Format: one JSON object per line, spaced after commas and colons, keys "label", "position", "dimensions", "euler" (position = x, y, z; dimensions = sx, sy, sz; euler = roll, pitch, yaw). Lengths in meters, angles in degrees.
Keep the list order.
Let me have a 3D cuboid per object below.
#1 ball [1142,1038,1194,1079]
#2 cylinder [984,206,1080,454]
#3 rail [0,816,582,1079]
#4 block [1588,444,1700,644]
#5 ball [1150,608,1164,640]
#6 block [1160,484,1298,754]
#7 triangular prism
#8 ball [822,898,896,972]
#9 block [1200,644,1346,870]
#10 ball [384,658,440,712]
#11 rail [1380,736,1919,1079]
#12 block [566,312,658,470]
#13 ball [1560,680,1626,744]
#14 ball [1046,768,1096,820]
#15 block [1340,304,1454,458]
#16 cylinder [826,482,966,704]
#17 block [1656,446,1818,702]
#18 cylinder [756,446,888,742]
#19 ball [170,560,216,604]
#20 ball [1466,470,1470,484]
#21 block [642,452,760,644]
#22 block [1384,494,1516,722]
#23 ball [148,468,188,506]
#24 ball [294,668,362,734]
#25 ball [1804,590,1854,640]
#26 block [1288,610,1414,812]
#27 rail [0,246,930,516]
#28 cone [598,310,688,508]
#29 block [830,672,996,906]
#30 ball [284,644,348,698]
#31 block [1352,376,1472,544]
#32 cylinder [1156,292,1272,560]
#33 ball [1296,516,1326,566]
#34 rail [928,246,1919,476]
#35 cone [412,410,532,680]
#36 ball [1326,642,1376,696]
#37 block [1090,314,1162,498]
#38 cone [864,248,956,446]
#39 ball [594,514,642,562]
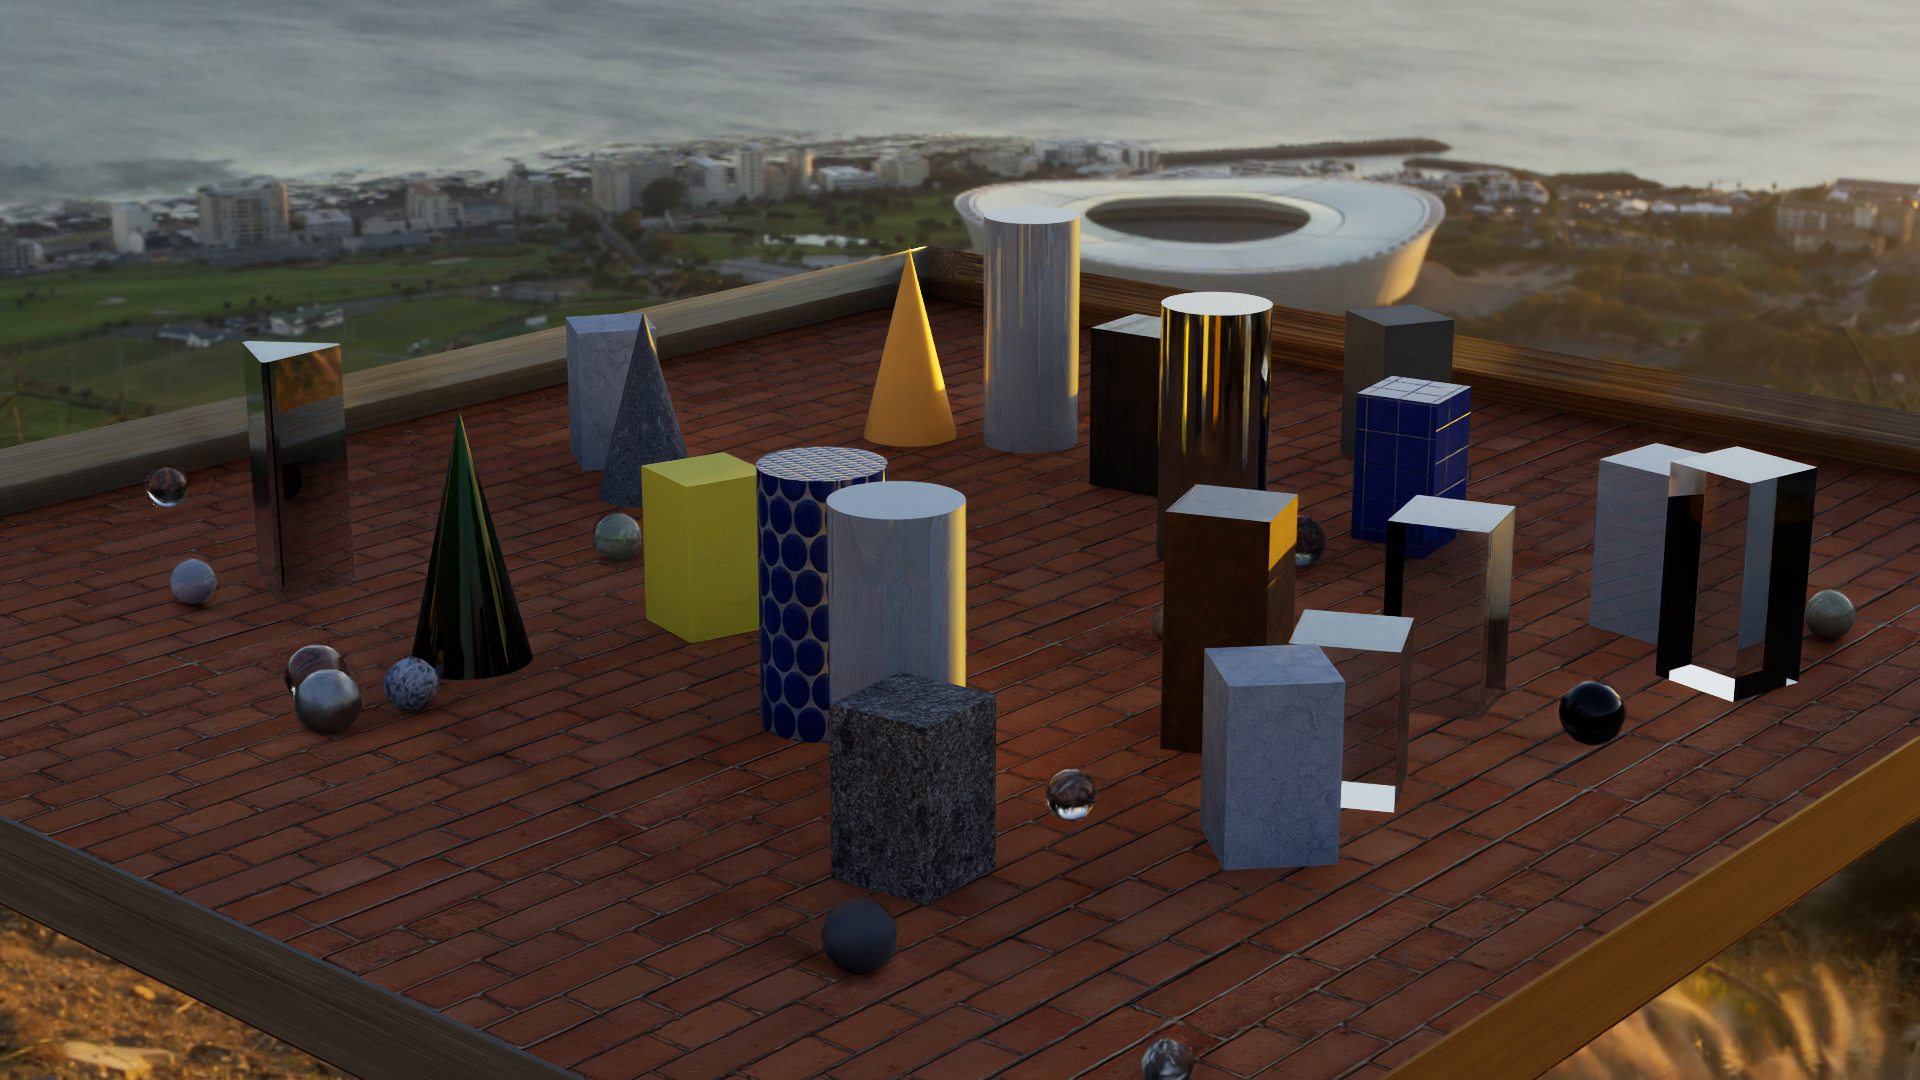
{"label": "ball", "position": [0.239, 0.600, 3.360], "dimensions": [0.058, 0.058, 0.058], "euler": [0, 17, 0]}
{"label": "cylinder", "position": [0.147, -0.436, 6.074], "dimensions": [0.199, 0.478, 0.199], "euler": [0, 17, 0]}
{"label": "rail", "position": [-1.189, 0.427, 3.809], "dimensions": [3.406, 0.129, 0.045], "euler": [14, 22, 39]}
{"label": "block", "position": [1.179, 0.007, 4.926], "dimensions": [0.159, 0.291, 0.159], "euler": [-14, 22, -40]}
{"label": "ball", "position": [0.346, 0.142, 4.885], "dimensions": [0.057, 0.057, 0.057], "euler": [0, 17, 0]}
{"label": "block", "position": [0.404, 0.123, 4.402], "dimensions": [0.159, 0.372, 0.159], "euler": [6, 18, 20]}
{"label": "triangular prism", "position": [-1.189, -0.128, 5.138], "dimensions": [0.149, 0.428, 0.172], "euler": [12, 21, 35]}
{"label": "ball", "position": [-0.126, 0.493, 3.657], "dimensions": [0.093, 0.093, 0.093], "euler": [0, 17, 0]}
{"label": "block", "position": [0.426, 0.295, 4.017], "dimensions": [0.159, 0.263, 0.159], "euler": [-2, 17, -7]}
{"label": "ball", "position": [-0.853, 0.225, 4.564], "dimensions": [0.083, 0.083, 0.083], "euler": [0, 17, 0]}
{"label": "rail", "position": [1.268, 0.350, 4.066], "dimensions": [0.045, 0.129, 3.673], "euler": [14, 22, 39]}
{"label": "block", "position": [-0.707, -0.304, 5.971], "dimensions": [0.159, 0.283, 0.159], "euler": [-5, 17, -15]}
{"label": "ball", "position": [0.954, 0.260, 4.422], "dimensions": [0.097, 0.097, 0.097], "euler": [0, 17, 0]}
{"label": "ball", "position": [0.157, 0.359, 4.136], "dimensions": [0.073, 0.073, 0.073], "euler": [0, 17, 0]}
{"label": "block", "position": [0.890, -0.313, 5.976], "dimensions": [0.159, 0.298, 0.159], "euler": [-7, 18, -21]}
{"label": "cylinder", "position": [-0.091, 0.147, 4.227], "dimensions": [0.199, 0.426, 0.199], "euler": [0, 17, 0]}
{"label": "block", "position": [1.233, 0.052, 4.663], "dimensions": [0.159, 0.357, 0.159], "euler": [-12, 20, -34]}
{"label": "cylinder", "position": [-0.208, 0.082, 4.472], "dimensions": [0.199, 0.411, 0.199], "euler": [0, 17, 0]}
{"label": "ball", "position": [-1.328, 0.073, 5.079], "dimensions": [0.077, 0.077, 0.077], "euler": [0, 17, 0]}
{"label": "ball", "position": [0.984, -0.126, 5.791], "dimensions": [0.047, 0.047, 0.047], "euler": [0, 17, 0]}
{"label": "block", "position": [-0.426, 0.011, 4.949], "dimensions": [0.159, 0.271, 0.159], "euler": [-11, 20, -32]}
{"label": "block", "position": [0.761, 0.105, 4.578], "dimensions": [0.159, 0.305, 0.159], "euler": [8, 18, 24]}
{"label": "ball", "position": [-1.530, -0.102, 5.661], "dimensions": [0.076, 0.076, 0.076], "euler": [0, 17, 0]}
{"label": "ball", "position": [-0.962, 0.246, 4.466], "dimensions": [0.099, 0.099, 0.099], "euler": [0, 17, 0]}
{"label": "ball", "position": [1.452, 0.125, 4.898], "dimensions": [0.082, 0.082, 0.082], "euler": [0, 17, 0]}
{"label": "block", "position": [0.560, 0.244, 4.226], "dimensions": [0.159, 0.240, 0.159], "euler": [4, 17, 14]}
{"label": "rail", "position": [-1.268, -0.285, 6.174], "dimensions": [0.045, 0.129, 3.673], "euler": [14, 22, 39]}
{"label": "cone", "position": [-0.611, -0.267, 5.704], "dimensions": [0.199, 0.366, 0.199], "euler": [0, 17, 0]}
{"label": "block", "position": [-0.062, 0.330, 3.926], "dimensions": [0.159, 0.249, 0.159], "euler": [11, 20, 33]}
{"label": "ball", "position": [-1.007, 0.211, 4.587], "dimensions": [0.096, 0.096, 0.096], "euler": [0, 17, 0]}
{"label": "block", "position": [0.839, -0.144, 5.451], "dimensions": [0.159, 0.278, 0.159], "euler": [10, 19, 30]}
{"label": "cylinder", "position": [0.459, -0.198, 5.299], "dimensions": [0.199, 0.468, 0.199], "euler": [0, 17, 0]}
{"label": "ball", "position": [0.612, 0.002, 5.288], "dimensions": [0.092, 0.092, 0.092], "euler": [0, 17, 0]}
{"label": "rail", "position": [1.189, -0.363, 6.430], "dimensions": [3.406, 0.129, 0.045], "euler": [14, 22, 39]}
{"label": "cone", "position": [-0.800, -0.006, 4.743], "dimensions": [0.199, 0.421, 0.199], "euler": [0, 17, 0]}
{"label": "ball", "position": [0.613, 0.203, 4.626], "dimensions": [0.088, 0.088, 0.088], "euler": [0, 17, 0]}
{"label": "block", "position": [0.368, -0.268, 5.792], "dimensions": [0.159, 0.318, 0.159], "euler": [12, 20, 34]}
{"label": "cone", "position": [-0.106, -0.415, 6.135], "dimensions": [0.199, 0.402, 0.199], "euler": [0, 17, 0]}
{"label": "ball", "position": [-0.621, -0.005, 5.318], "dimensions": [0.088, 0.088, 0.088], "euler": [0, 17, 0]}
